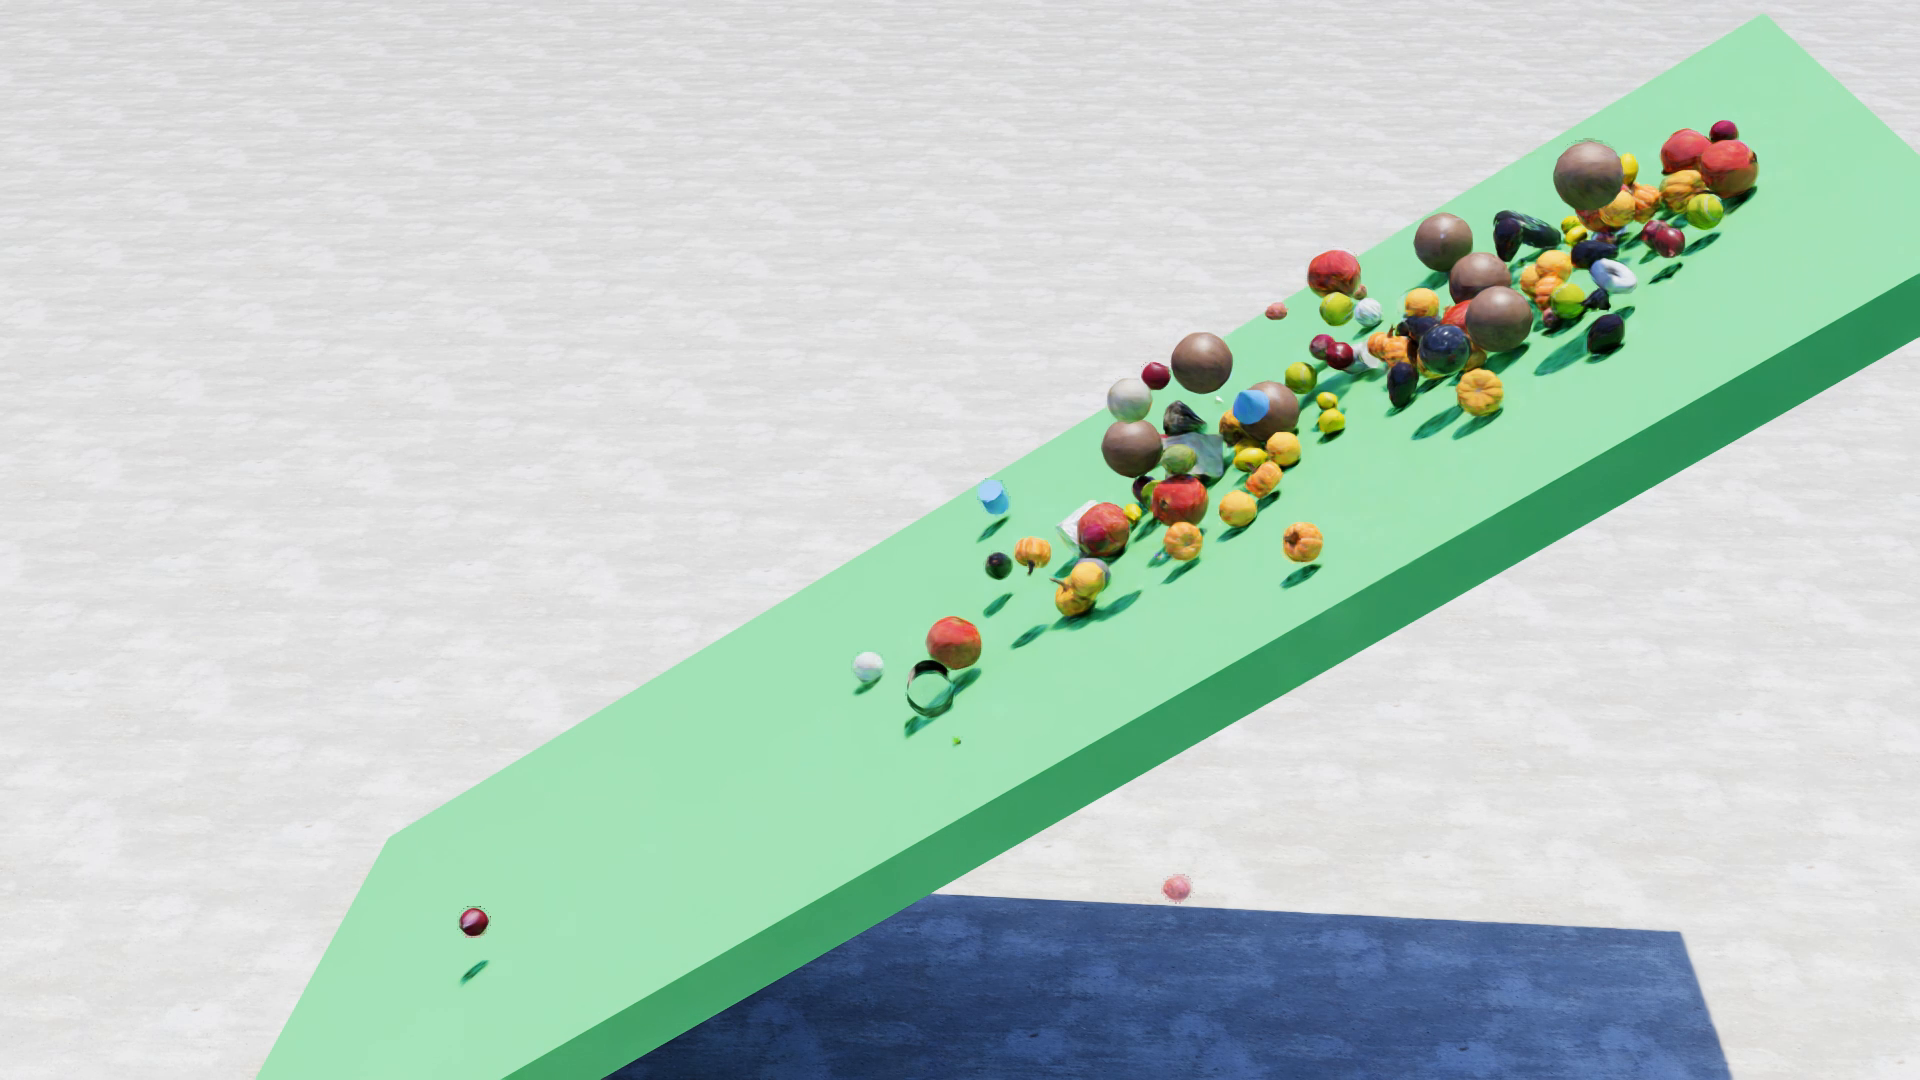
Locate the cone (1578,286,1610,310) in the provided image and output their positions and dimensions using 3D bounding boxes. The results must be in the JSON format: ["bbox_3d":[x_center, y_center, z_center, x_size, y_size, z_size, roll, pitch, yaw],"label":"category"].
[{"bbox_3d":[1.204,-0.455,5.605,0.053,0.053,0.053,-17,21,-1],"label":"cone"}]

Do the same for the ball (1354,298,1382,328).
[{"bbox_3d":[0.894,-0.497,6.438,0.063,0.063,0.063,0,20,0],"label":"ball"}]

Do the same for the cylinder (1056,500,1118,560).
[{"bbox_3d":[0.269,-0.020,6.235,0.094,0.094,0.094,-38,31,-10],"label":"cylinder"}]

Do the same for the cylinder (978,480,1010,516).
[{"bbox_3d":[0.079,-0.098,6.817,0.059,0.059,0.059,-10,54,14],"label":"cylinder"}]

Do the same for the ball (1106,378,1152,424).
[{"bbox_3d":[0.330,-0.272,5.730,0.090,0.090,0.090,0,20,0],"label":"ball"}]

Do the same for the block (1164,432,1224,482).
[{"bbox_3d":[0.491,-0.173,6.177,0.088,0.088,0.088,2,-8,-33],"label":"block"}]

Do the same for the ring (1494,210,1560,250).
[{"bbox_3d":[1.185,-0.647,6.143,0.147,0.049,0.147,18,15,-5],"label":"ring"}]

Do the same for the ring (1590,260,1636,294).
[{"bbox_3d":[1.234,-0.497,5.554,0.094,0.031,0.094,14,35,-10],"label":"ring"}]

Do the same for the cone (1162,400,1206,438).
[{"bbox_3d":[0.513,-0.261,6.515,0.090,0.090,0.090,-19,19,-41],"label":"cone"}]

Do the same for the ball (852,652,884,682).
[{"bbox_3d":[-0.198,0.276,6.364,0.067,0.067,0.067,0,20,0],"label":"ball"}]

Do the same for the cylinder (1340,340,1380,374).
[{"bbox_3d":[0.844,-0.384,6.200,0.060,0.060,0.060,-19,1,-41],"label":"cylinder"}]

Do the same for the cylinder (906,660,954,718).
[{"bbox_3d":[-0.061,0.300,5.942,0.092,0.092,0.092,-1,15,-2],"label":"cylinder"}]

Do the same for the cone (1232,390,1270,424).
[{"bbox_3d":[0.576,-0.285,5.921,0.077,0.077,0.077,10,-18,25],"label":"cone"}]

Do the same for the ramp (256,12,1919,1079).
[{"bbox_3d":[0.139,0.171,6.296,4.000,0.100,2.000,-31,15,14],"label":"ramp"}]

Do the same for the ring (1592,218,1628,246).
[{"bbox_3d":[1.324,-0.629,5.994,0.080,0.027,0.080,-31,19,12],"label":"ring"}]

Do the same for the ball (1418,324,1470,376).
[{"bbox_3d":[0.927,-0.364,5.624,0.099,0.099,0.099,0,20,0],"label":"ball"}]

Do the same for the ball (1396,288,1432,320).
[{"bbox_3d":[0.967,-0.498,6.261,0.075,0.075,0.075,0,20,0],"label":"ball"}]
